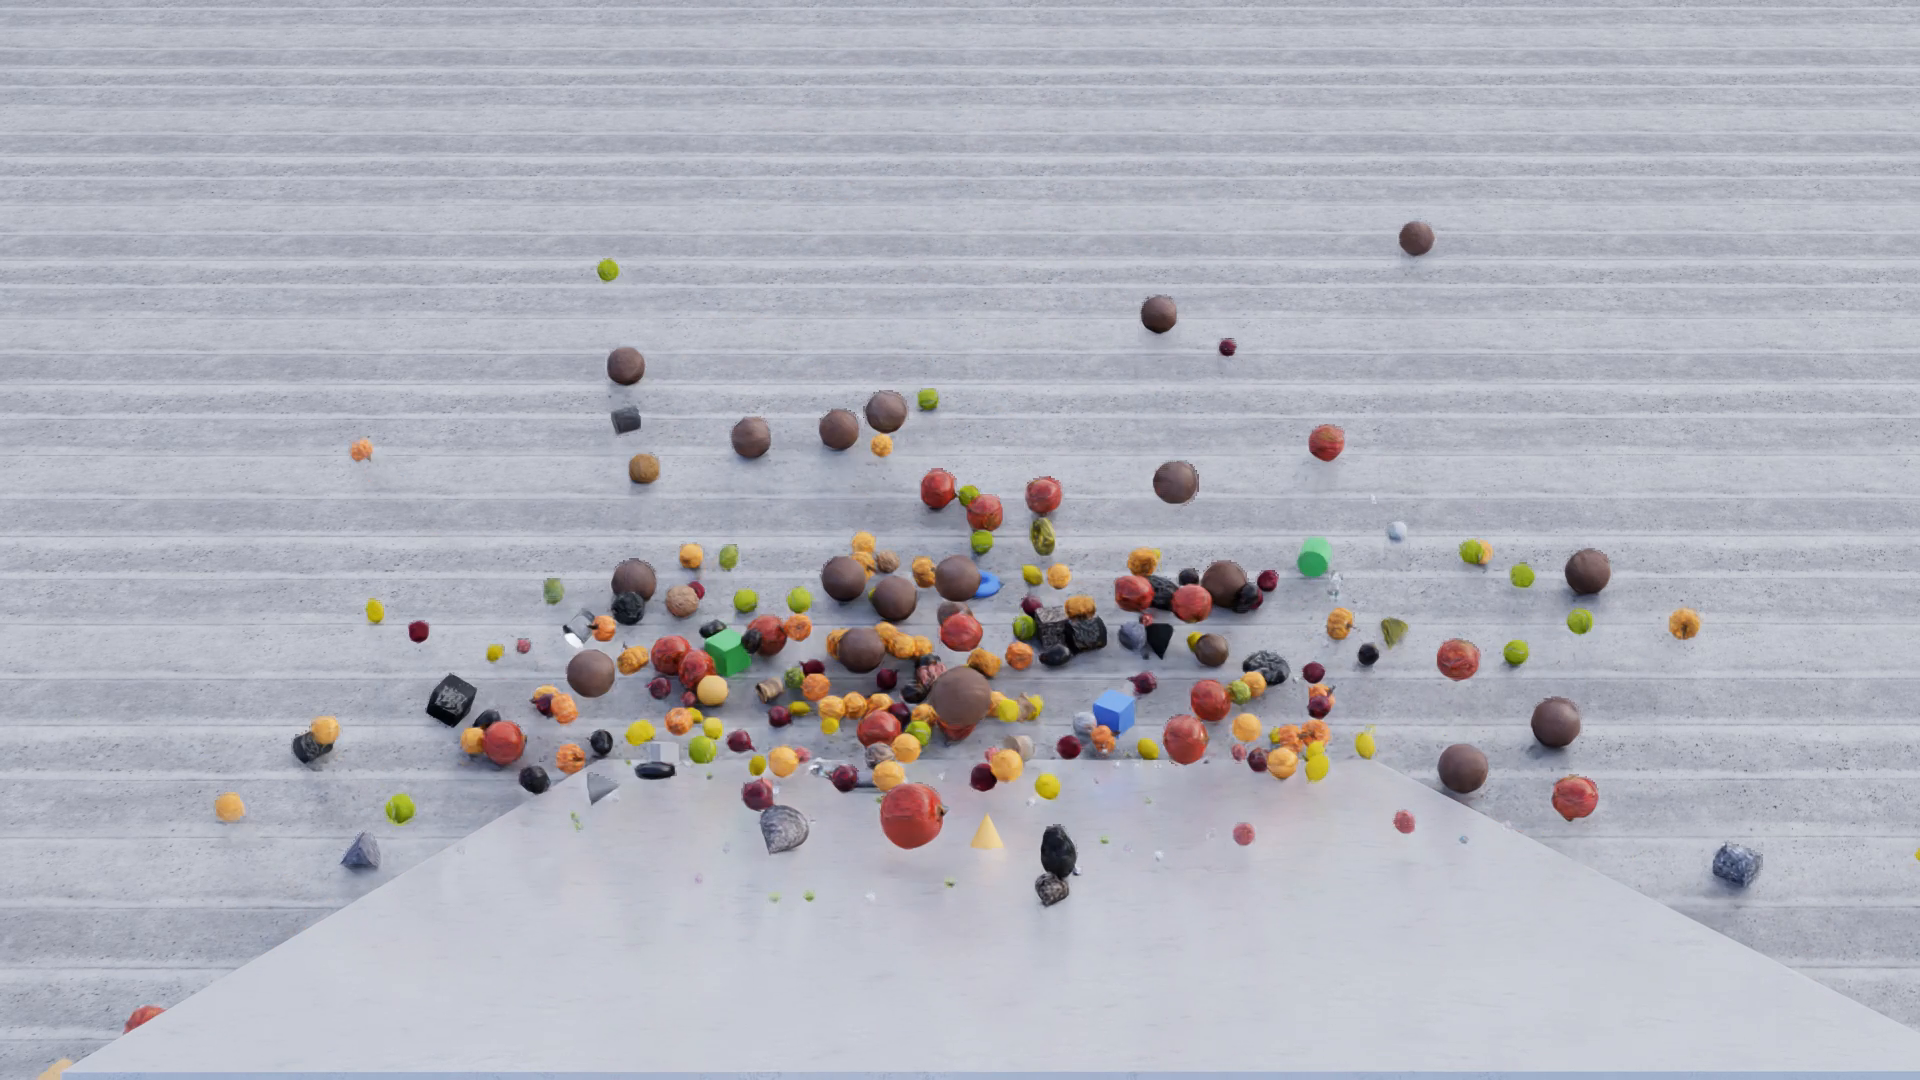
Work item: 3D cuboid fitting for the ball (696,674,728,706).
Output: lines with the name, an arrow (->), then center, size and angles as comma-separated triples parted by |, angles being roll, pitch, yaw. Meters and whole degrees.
ball -> -0.671, 0.409, 7.021 | 0.087, 0.087, 0.087 | 0, 31, 0

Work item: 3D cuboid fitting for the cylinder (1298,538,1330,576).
cylinder -> 1.044, 0.050, 7.632 | 0.086, 0.086, 0.086 | 8, 31, 13

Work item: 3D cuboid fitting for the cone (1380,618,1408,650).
cone -> 1.217, 0.277, 7.298 | 0.080, 0.080, 0.080 | 9, 59, 15

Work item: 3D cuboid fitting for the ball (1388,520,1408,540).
ball -> 1.317, -0.028, 7.789 | 0.060, 0.060, 0.060 | 0, 31, 0

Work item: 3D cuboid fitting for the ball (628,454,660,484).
ball -> -0.986, -0.222, 8.079 | 0.098, 0.098, 0.098 | 0, 31, 0

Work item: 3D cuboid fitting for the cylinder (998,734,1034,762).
cylinder -> 0.144, 0.531, 6.583 | 0.068, 0.068, 0.068 | 22, 11, 32

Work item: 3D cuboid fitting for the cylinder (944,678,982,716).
cylinder -> 0.009, 0.423, 6.969 | 0.085, 0.085, 0.085 | 13, 2, 0

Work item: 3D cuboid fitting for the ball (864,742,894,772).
ball -> -0.186, 0.503, 5.989 | 0.071, 0.071, 0.071 | 0, 31, 0

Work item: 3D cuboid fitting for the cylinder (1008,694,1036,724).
cylinder -> 0.165, 0.451, 6.934 | 0.059, 0.059, 0.059 | -42, 38, 1

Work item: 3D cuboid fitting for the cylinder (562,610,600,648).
cylinder -> -1.065, 0.250, 7.285 | 0.077, 0.077, 0.077 | 22, 51, 33

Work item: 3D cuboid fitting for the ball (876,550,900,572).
ball -> -0.213, 0.063, 7.627 | 0.069, 0.069, 0.069 | 0, 31, 0

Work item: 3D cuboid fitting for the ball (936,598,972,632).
ball -> -0.017, 0.215, 7.343 | 0.097, 0.097, 0.097 | 0, 31, 0

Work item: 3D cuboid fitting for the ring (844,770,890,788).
ring -> -0.213, 0.547, 5.918 | 0.103, 0.034, 0.103 | -1, -1, 0

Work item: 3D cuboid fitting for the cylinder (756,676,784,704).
cylinder -> -0.518, 0.408, 7.047 | 0.055, 0.055, 0.055 | -25, 39, -29

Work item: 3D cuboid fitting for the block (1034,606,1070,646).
block -> 0.259, 0.242, 7.315 | 0.079, 0.079, 0.079 | -7, 31, -12

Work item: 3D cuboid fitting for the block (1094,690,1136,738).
block -> 0.413, 0.465, 6.936 | 0.082, 0.082, 0.082 | 20, 36, 30

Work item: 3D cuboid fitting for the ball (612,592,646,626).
ball -> -0.944, 0.194, 7.378 | 0.096, 0.096, 0.096 | 0, 31, 0

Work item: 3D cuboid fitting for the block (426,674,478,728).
block -> -1.365, 0.431, 6.953 | 0.087, 0.087, 0.087 | 29, 36, 6

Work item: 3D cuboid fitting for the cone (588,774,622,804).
cone -> -0.752, 0.525, 5.499 | 0.067, 0.067, 0.067 | -8, 31, -1

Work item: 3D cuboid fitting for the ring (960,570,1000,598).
ring -> 0.060, 0.128, 7.547 | 0.116, 0.039, 0.116 | 1, 31, -1

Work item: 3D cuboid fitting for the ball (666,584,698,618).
ball -> -0.797, 0.175, 7.413 | 0.094, 0.094, 0.094 | 0, 31, 0

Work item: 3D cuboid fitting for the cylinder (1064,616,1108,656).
cylinder -> 0.352, 0.268, 7.259 | 0.091, 0.091, 0.091 | -13, 33, -21

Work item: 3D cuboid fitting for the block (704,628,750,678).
block -> -0.646, 0.313, 7.187 | 0.087, 0.087, 0.087 | 26, 39, 37

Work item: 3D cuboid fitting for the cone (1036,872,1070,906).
cone -> 0.136, 0.543, 3.937 | 0.053, 0.053, 0.053 | 6, 28, 10

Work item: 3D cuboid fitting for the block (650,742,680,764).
block -> -0.747, 0.540, 6.550 | 0.054, 0.054, 0.054 | 0, 0, -35

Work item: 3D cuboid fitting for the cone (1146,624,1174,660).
cone -> 0.559, 0.297, 7.257 | 0.093, 0.093, 0.093 | -2, 56, -4

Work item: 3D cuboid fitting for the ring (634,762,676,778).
ring -> -0.727, 0.549, 6.166 | 0.098, 0.033, 0.098 | -1, 1, 0

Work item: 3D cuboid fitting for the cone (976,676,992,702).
cone -> 0.064, 0.422, 7.058 | 0.071, 0.071, 0.071 | 37, 40, 8

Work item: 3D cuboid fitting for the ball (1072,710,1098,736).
ball -> 0.333, 0.489, 6.910 | 0.067, 0.067, 0.067 | 0, 31, 0

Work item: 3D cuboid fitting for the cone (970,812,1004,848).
cone -> 0.049, 0.527, 4.714 | 0.063, 0.063, 0.063 | 0, 0, 0

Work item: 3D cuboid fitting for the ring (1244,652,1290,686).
ring -> 0.848, 0.356, 7.158 | 0.131, 0.044, 0.131 | 3, 30, -2

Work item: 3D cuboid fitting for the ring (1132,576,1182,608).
ring -> 0.569, 0.151, 7.486 | 0.147, 0.049, 0.147 | 11, 26, -6

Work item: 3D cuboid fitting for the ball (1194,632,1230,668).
ball -> 0.701, 0.305, 7.192 | 0.096, 0.096, 0.096 | 0, 31, 0

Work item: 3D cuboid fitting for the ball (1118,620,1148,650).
ball -> 0.484, 0.267, 7.243 | 0.081, 0.081, 0.081 | 0, 31, 0

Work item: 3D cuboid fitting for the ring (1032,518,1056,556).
ring -> 0.246, -0.010, 7.675 | 0.039, 0.117, 0.117 | -9, 32, -24

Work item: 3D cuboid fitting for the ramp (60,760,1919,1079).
ramp -> 0.068, 0.608, 4.676 | 2.000, 0.100, 4.000 | 0, 0, 0

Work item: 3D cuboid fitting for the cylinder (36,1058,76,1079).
cylinder -> -1.978, 1.205, 5.672 | 0.098, 0.098, 0.098 | 16, 34, 25

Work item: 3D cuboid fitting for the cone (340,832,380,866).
cone -> -1.504, 0.787, 6.431 | 0.092, 0.092, 0.092 | -26, 30, 8

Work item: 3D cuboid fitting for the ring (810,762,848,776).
ring -> -0.315, 0.550, 6.217 | 0.093, 0.031, 0.093 | -1, -1, 0
